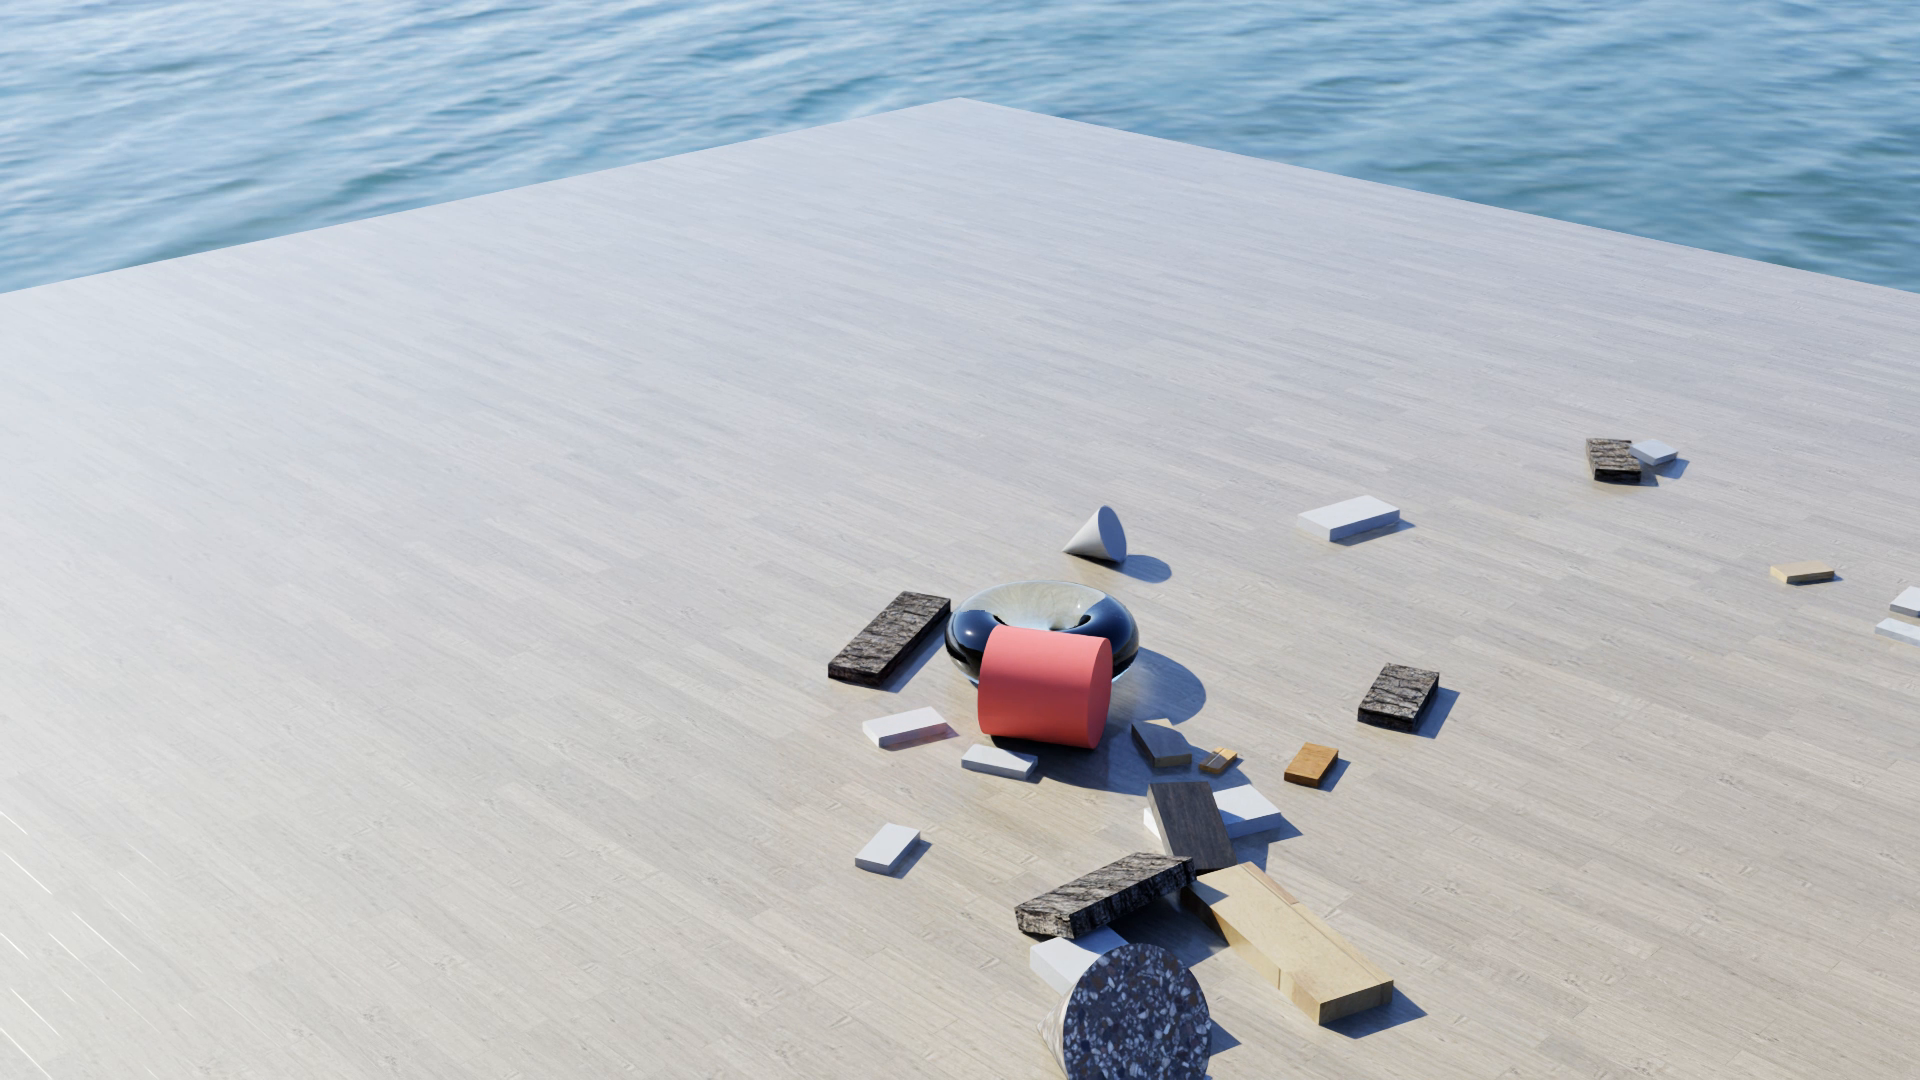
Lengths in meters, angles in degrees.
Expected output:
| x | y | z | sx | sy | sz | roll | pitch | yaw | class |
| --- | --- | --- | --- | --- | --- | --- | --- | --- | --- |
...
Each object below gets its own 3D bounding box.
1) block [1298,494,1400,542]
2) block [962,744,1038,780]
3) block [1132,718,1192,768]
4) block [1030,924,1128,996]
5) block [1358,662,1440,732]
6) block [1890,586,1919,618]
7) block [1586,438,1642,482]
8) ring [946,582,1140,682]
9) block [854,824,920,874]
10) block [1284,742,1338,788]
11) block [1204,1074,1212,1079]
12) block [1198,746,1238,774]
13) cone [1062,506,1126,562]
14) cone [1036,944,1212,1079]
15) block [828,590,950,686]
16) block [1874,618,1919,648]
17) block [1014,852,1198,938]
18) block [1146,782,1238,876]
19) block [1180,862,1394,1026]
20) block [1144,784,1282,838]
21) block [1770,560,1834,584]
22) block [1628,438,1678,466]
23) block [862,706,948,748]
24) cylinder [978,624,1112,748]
| x | y | z | sx | sy | sz | roll | pitch | yaw | class |
| --- | --- | --- | --- | --- | --- | --- | --- | --- | --- |
| 1.035 | -0.059 | 5.855 | 0.250 | 0.035 | 0.125 | -15 | 27 | -31 | block |
| 0.083 | 0.467 | 4.633 | 0.145 | 0.021 | 0.072 | 9 | 25 | 21 | block |
| 0.431 | 0.434 | 4.708 | 0.082 | 0.023 | 0.164 | -5 | 24 | -12 | block |
| 0.275 | 0.784 | 3.856 | 0.157 | 0.044 | 0.314 | -13 | 26 | -29 | block |
| 0.977 | 0.349 | 4.895 | 0.122 | 0.035 | 0.244 | 10 | 25 | 23 | block |
| 2.333 | 0.151 | 5.379 | 0.068 | 0.019 | 0.137 | 19 | 29 | 37 | block |
| 1.856 | -0.228 | 6.252 | 0.125 | 0.035 | 0.250 | 4 | 23 | 8 | block |
| 0.188 | 0.223 | 5.047 | 0.448 | 0.149 | 0.448 | 0 | 22 | 0 | ring |
| -0.141 | 0.604 | 4.311 | 0.072 | 0.021 | 0.145 | 10 | 25 | 22 | block |
| 0.739 | 0.472 | 4.621 | 0.072 | 0.021 | 0.145 | 11 | 25 | 24 | block |
| 0.357 | 0.887 | 3.650 | 0.113 | 0.016 | 0.056 | 21 | 31 | 40 | block |
| 0.546 | 0.466 | 4.646 | 0.045 | 0.013 | 0.090 | 14 | 27 | 30 | block |
| 0.326 | 0.007 | 5.657 | 0.151 | 0.151 | 0.151 | -19 | 14 | 27 | cone |
| 0.209 | 0.819 | 3.660 | 0.297 | 0.297 | 0.297 | -16 | 1 | -33 | cone |
| -0.162 | 0.228 | 5.178 | 0.125 | 0.035 | 0.437 | 9 | 25 | 20 | block |
| 2.249 | 0.223 | 5.210 | 0.068 | 0.019 | 0.137 | -21 | 30 | -40 | block |
| 0.272 | 0.657 | 4.084 | 0.314 | 0.044 | 0.157 | -17 | 8 | -36 | block |
| 0.454 | 0.569 | 4.296 | 0.122 | 0.035 | 0.244 | -1 | 36 | -11 | block |
| 0.586 | 0.725 | 3.995 | 0.157 | 0.044 | 0.443 | -11 | 25 | -25 | block |
| 0.506 | 0.556 | 4.406 | 0.244 | 0.035 | 0.122 | -10 | 25 | -22 | block |
| 2.125 | 0.080 | 5.548 | 0.137 | 0.019 | 0.068 | -6 | 24 | -14 | block |
| 1.976 | -0.250 | 6.268 | 0.082 | 0.023 | 0.164 | 33 | 29 | 31 | block |
| -0.120 | 0.405 | 4.776 | 0.164 | 0.023 | 0.082 | -11 | 25 | -24 | block |
| 0.184 | 0.314 | 4.716 | 0.238 | 0.238 | 0.238 | 7 | 24 | 15 | cylinder |
